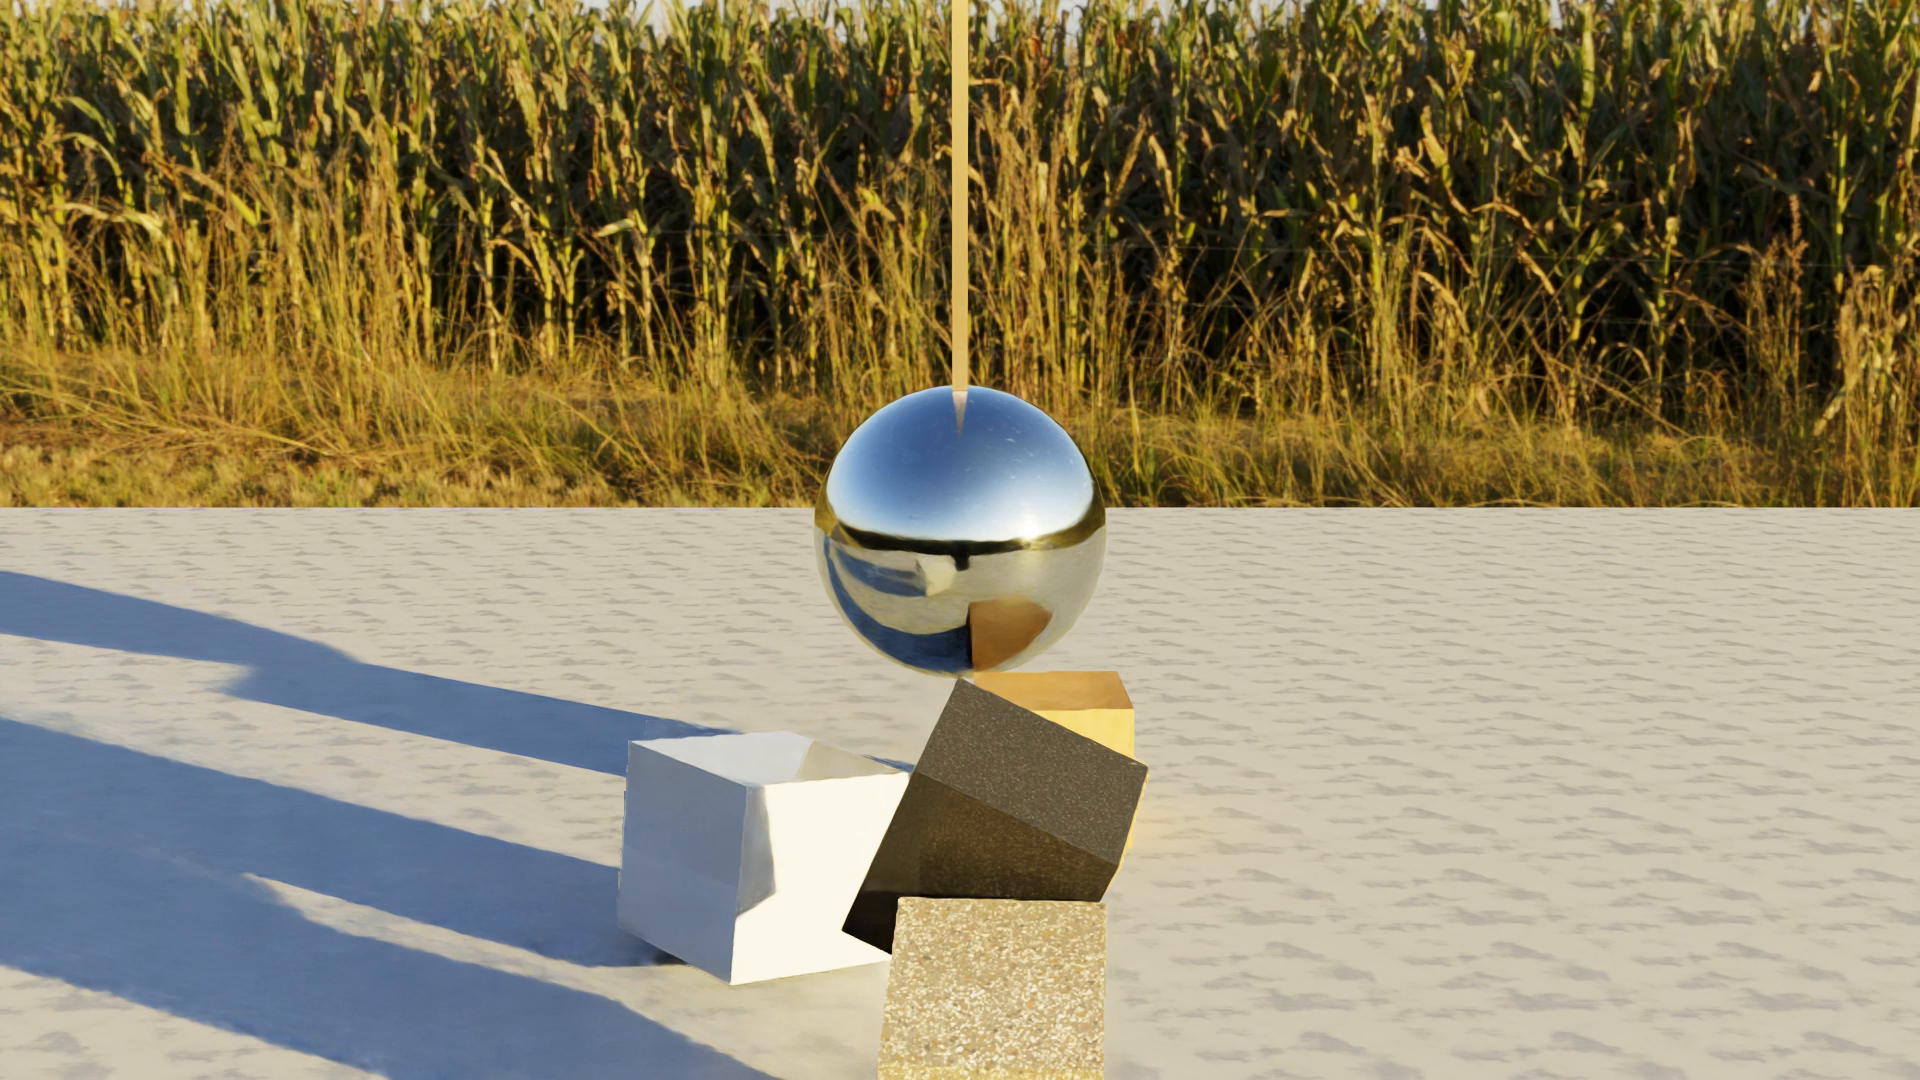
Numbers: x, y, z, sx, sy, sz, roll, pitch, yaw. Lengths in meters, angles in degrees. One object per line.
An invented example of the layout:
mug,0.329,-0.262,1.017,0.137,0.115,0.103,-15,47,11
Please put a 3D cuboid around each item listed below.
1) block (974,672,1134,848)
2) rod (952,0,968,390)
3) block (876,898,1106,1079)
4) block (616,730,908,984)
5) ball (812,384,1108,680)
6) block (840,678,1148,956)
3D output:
block,0.469,1.126,11.360,0.764,0.721,0.799,0,10,-2
rod,0.000,-3.283,10.923,0.080,5.200,0.080,0,18,0
block,0.127,1.733,7.314,0.701,0.735,0.767,1,33,4
block,-0.866,1.350,9.567,0.843,0.828,0.890,0,8,-40
ball,0.000,-0.043,11.955,1.600,1.600,1.600,0,10,0
block,0.129,1.101,7.859,0.759,0.760,0.647,25,29,2
